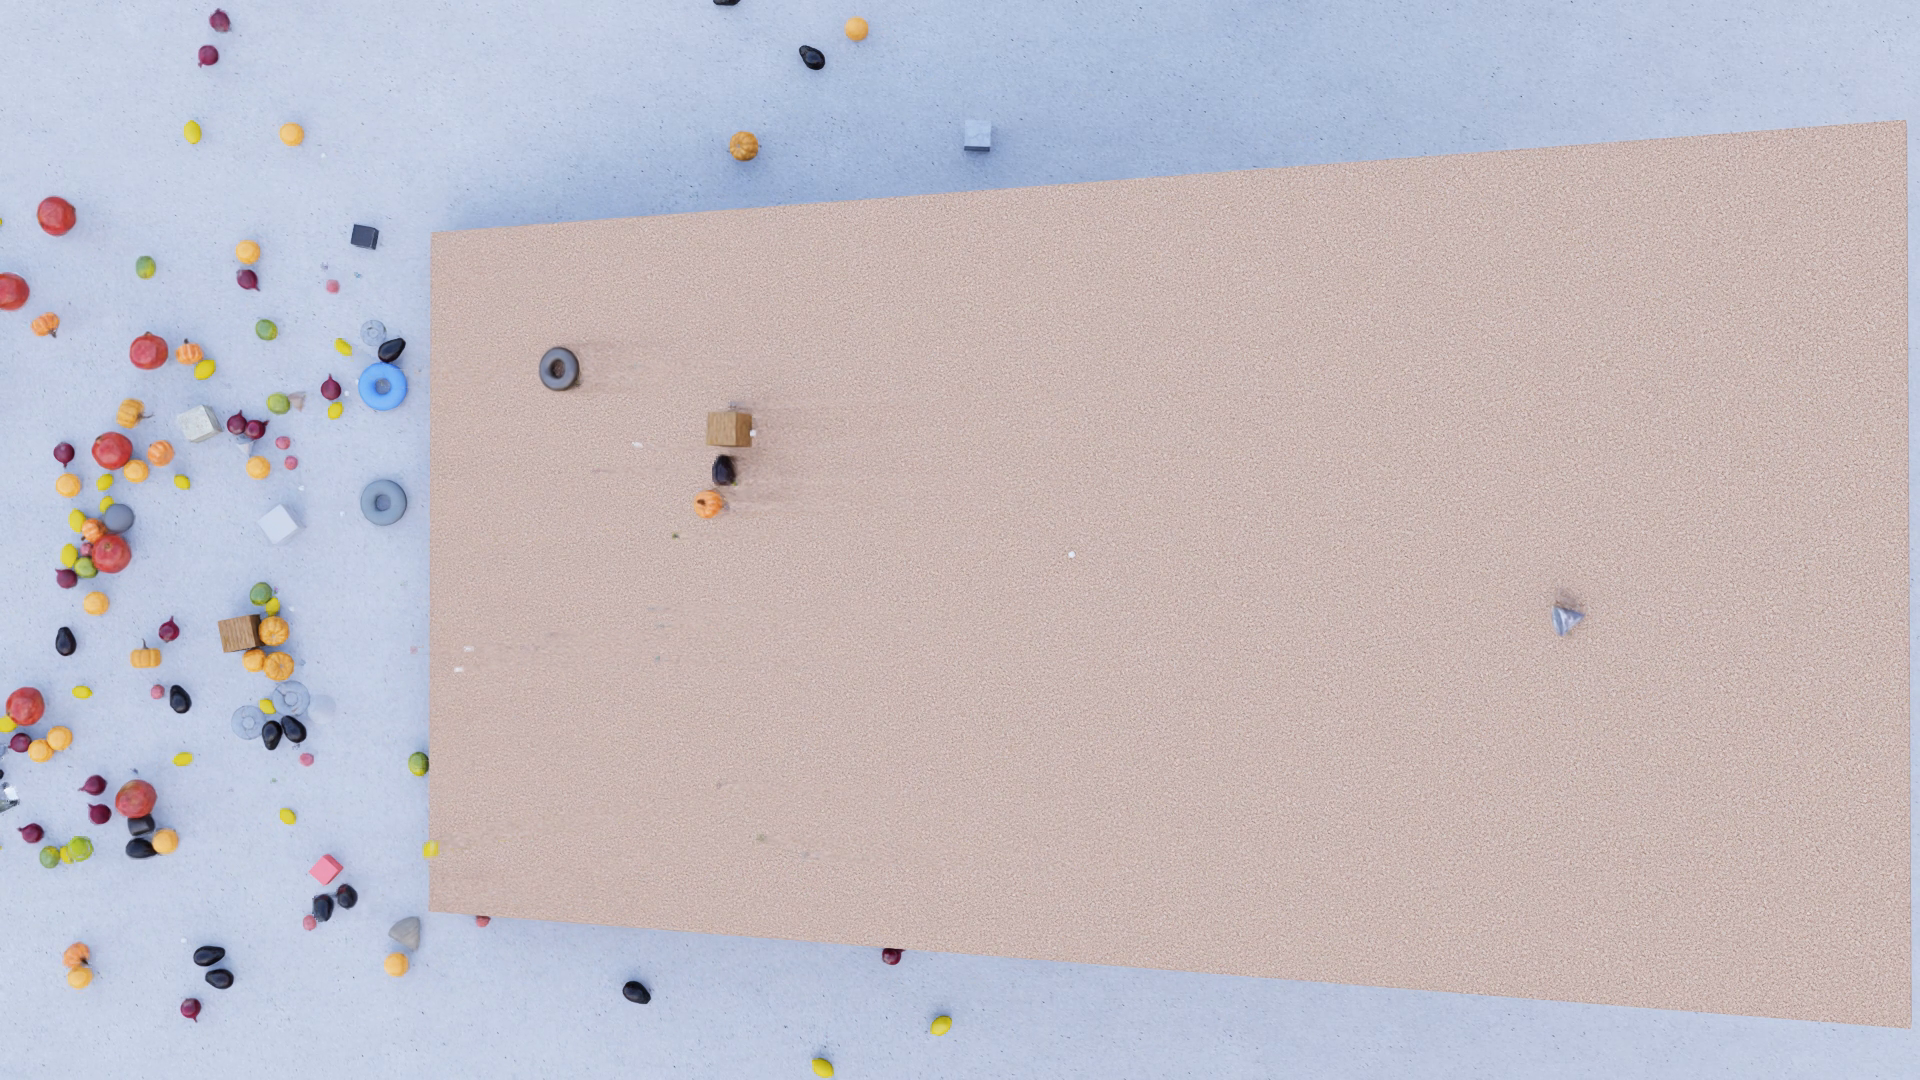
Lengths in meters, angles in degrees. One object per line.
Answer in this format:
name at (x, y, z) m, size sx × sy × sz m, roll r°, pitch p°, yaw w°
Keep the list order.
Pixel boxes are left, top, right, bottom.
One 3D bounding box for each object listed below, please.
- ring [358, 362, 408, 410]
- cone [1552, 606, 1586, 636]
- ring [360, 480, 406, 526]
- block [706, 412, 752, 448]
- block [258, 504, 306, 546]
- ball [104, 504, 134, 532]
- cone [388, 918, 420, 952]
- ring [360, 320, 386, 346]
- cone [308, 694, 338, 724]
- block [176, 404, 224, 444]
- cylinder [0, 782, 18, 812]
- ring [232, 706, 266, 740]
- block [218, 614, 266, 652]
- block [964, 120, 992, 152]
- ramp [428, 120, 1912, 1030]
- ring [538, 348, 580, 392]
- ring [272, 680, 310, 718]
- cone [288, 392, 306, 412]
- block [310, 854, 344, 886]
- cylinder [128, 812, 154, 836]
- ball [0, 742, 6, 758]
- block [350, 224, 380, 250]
ring at (-1.719, -0.457, 6.550) m, size 0.145 × 0.048 × 0.145 m, roll 0°, pitch 90°, yaw -1°
cone at (1.423, 0.179, 5.115) m, size 0.071 × 0.071 × 0.071 m, roll -14°, pitch 89°, yaw -5°
ring at (-1.716, -0.111, 6.547) m, size 0.139 × 0.046 × 0.139 m, roll 0°, pitch 88°, yaw 1°
block at (-0.630, -0.301, 6.013) m, size 0.090 × 0.090 × 0.090 m, roll 1°, pitch 90°, yaw 24°
block at (-2.012, -0.046, 6.526) m, size 0.086 × 0.086 × 0.086 m, roll -37°, pitch 89°, yaw 0°
ball at (-2.497, -0.065, 6.526) m, size 0.086 × 0.086 × 0.086 m, roll 0°, pitch 89°, yaw 0°
cone at (-1.634, 1.189, 6.533) m, size 0.096 × 0.096 × 0.096 m, roll -18°, pitch 116°, yaw 0°
ring at (-1.750, -0.617, 6.563) m, size 0.080 × 0.027 × 0.080 m, roll 0°, pitch 91°, yaw 0°
cone at (-1.904, 0.504, 6.518) m, size 0.090 × 0.090 × 0.090 m, roll 0°, pitch 89°, yaw 0°
block at (-2.257, -0.344, 6.531) m, size 0.084 × 0.084 × 0.084 m, roll -25°, pitch 89°, yaw 0°
cylinder at (-2.851, 0.771, 6.521) m, size 0.077 × 0.077 × 0.077 m, roll -23°, pitch 89°, yaw 0°
ring at (-2.117, 0.543, 6.545) m, size 0.105 × 0.035 × 0.105 m, roll 0°, pitch 89°, yaw -1°
block at (-2.129, 0.277, 6.517) m, size 0.096 × 0.096 × 0.096 m, roll -11°, pitch 89°, yaw 0°
block at (0.052, -1.203, 6.544) m, size 0.077 × 0.077 × 0.077 m, roll 2°, pitch 89°, yaw 0°
ramp at (0.283, 0.083, 5.701) m, size 4.000 × 0.100 × 2.000 m, roll 0°, pitch 89°, yaw 24°
ring at (-1.144, -0.486, 6.272) m, size 0.129 × 0.043 × 0.129 m, roll 0°, pitch 90°, yaw 23°
ring at (-1.991, 0.473, 6.545) m, size 0.112 × 0.037 × 0.112 m, roll 0°, pitch 88°, yaw -1°
cone at (-1.971, -0.405, 6.560) m, size 0.058 × 0.058 × 0.058 m, roll -7°, pitch 116°, yaw 0°
block at (-1.881, 0.978, 6.526) m, size 0.062 × 0.062 × 0.062 m, roll 42°, pitch 89°, yaw 0°
cylinder at (-2.432, 0.844, 6.530) m, size 0.057 × 0.057 × 0.057 m, roll -19°, pitch 89°, yaw 0°
ball at (-2.864, 0.624, 6.535) m, size 0.053 × 0.053 × 0.053 m, roll 0°, pitch 89°, yaw 0°
block at (-1.773, -0.902, 6.549) m, size 0.060 × 0.060 × 0.060 m, roll 11°, pitch 89°, yaw 0°
